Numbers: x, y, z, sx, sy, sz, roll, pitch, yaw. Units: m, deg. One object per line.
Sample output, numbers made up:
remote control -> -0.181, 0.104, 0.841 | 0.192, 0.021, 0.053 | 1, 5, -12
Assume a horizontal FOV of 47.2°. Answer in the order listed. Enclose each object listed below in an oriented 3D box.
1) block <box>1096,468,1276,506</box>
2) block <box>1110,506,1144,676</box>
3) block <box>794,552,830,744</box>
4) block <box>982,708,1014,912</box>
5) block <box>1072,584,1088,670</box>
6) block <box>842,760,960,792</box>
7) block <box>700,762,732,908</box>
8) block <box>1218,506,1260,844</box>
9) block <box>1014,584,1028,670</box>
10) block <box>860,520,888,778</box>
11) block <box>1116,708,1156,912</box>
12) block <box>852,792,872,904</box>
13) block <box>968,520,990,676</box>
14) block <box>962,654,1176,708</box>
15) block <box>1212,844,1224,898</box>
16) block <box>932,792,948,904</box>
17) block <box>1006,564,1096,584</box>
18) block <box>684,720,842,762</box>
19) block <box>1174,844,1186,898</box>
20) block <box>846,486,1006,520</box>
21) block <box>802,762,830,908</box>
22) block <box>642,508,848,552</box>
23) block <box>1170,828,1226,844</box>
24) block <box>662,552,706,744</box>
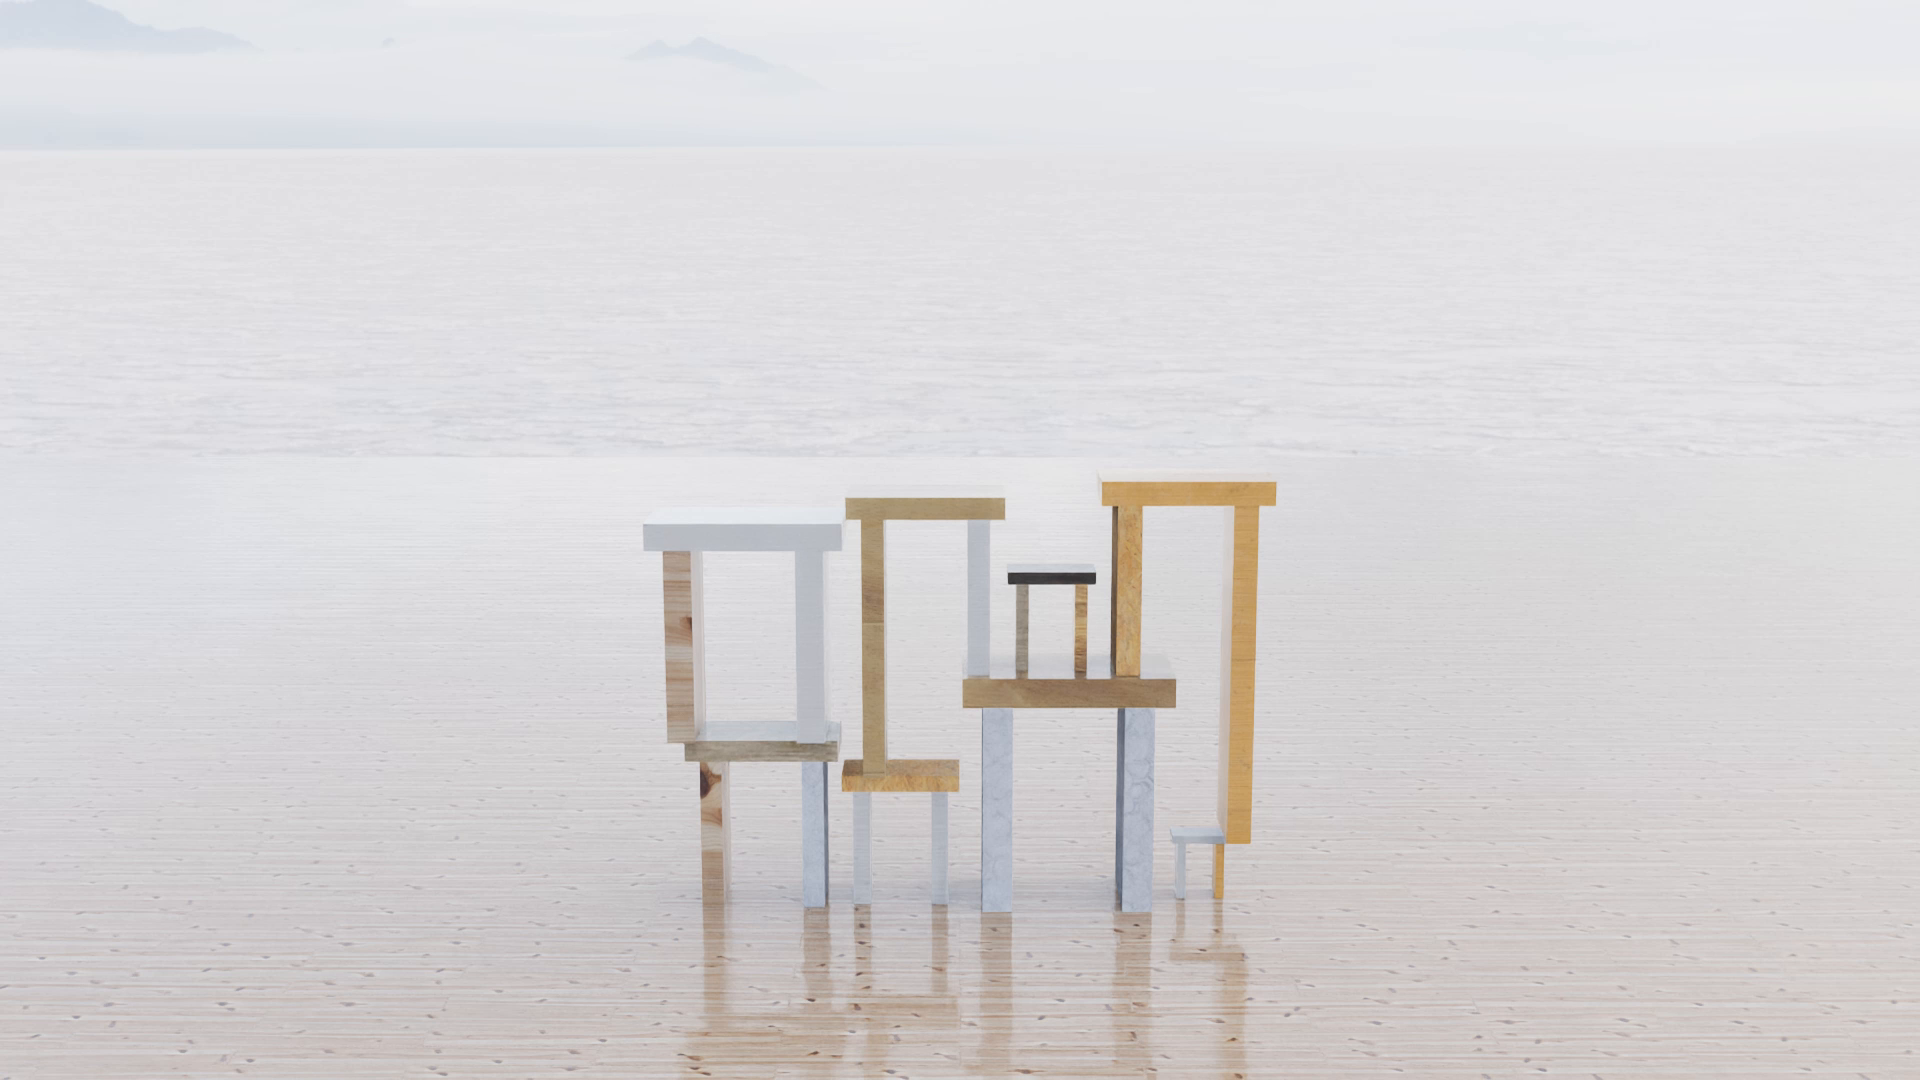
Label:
block -> 0.363, -0.086, 3.548 | 0.276, 0.039, 0.138 | 0, 11, 0
block -> 0.270, 0.069, 3.577 | 0.039, 0.276, 0.138 | 0, 11, 0
block -> -0.239, 0.158, 3.586 | 0.044, 0.314, 0.157 | 0, 10, 0
block -> 0.061, 0.422, 3.637 | 0.048, 0.342, 0.171 | 0, 11, 0
block -> 0.196, 0.135, 3.590 | 0.020, 0.142, 0.071 | 0, 11, 0
block -> -0.097, 0.389, 3.629 | 0.192, 0.027, 0.096 | 0, 11, 0
block -> -0.404, 0.469, 3.642 | 0.035, 0.248, 0.124 | 0, 10, 0
block -> 0.455, 0.208, 3.603 | 0.039, 0.559, 0.138 | 0, 11, 0
block -> 0.101, 0.135, 3.590 | 0.020, 0.142, 0.071 | 0, 11, 0
block -> -0.139, 0.166, 3.589 | 0.036, 0.425, 0.127 | 0, 11, 0
block -> 0.289, 0.422, 3.637 | 0.048, 0.342, 0.171 | 0, 11, 0
block -> -0.161, 0.496, 3.649 | 0.027, 0.192, 0.096 | 0, 11, 0
block -> 0.030, 0.082, 3.573 | 0.036, 0.254, 0.127 | 0, 11, 0
block -> 0.175, 0.230, 3.601 | 0.342, 0.048, 0.171 | 0, 11, 0
block -> 0.430, 0.544, 3.660 | 0.013, 0.095, 0.047 | 0, 11, 0
block -> -0.033, 0.496, 3.649 | 0.027, 0.192, 0.096 | 0, 11, 0
block -> 0.148, 0.055, 3.575 | 0.142, 0.020, 0.071 | 0, 11, 0
block -> -0.322, 0.330, 3.616 | 0.248, 0.035, 0.124 | 0, 10, 0
block -> 0.367, 0.544, 3.660 | 0.013, 0.095, 0.047 | 0, 11, 0
block -> -0.055, -0.061, 3.547 | 0.254, 0.036, 0.127 | 0, 11, 0
block -> -0.239, 0.469, 3.642 | 0.035, 0.247, 0.124 | 0, 10, 0
block -> -0.344, -0.018, 3.553 | 0.314, 0.044, 0.157 | 0, 10, 0
block -> 0.398, 0.490, 3.651 | 0.095, 0.013, 0.047 | 0, 11, 0
block -> -0.449, 0.158, 3.586 | 0.044, 0.314, 0.157 | 0, 10, 0
